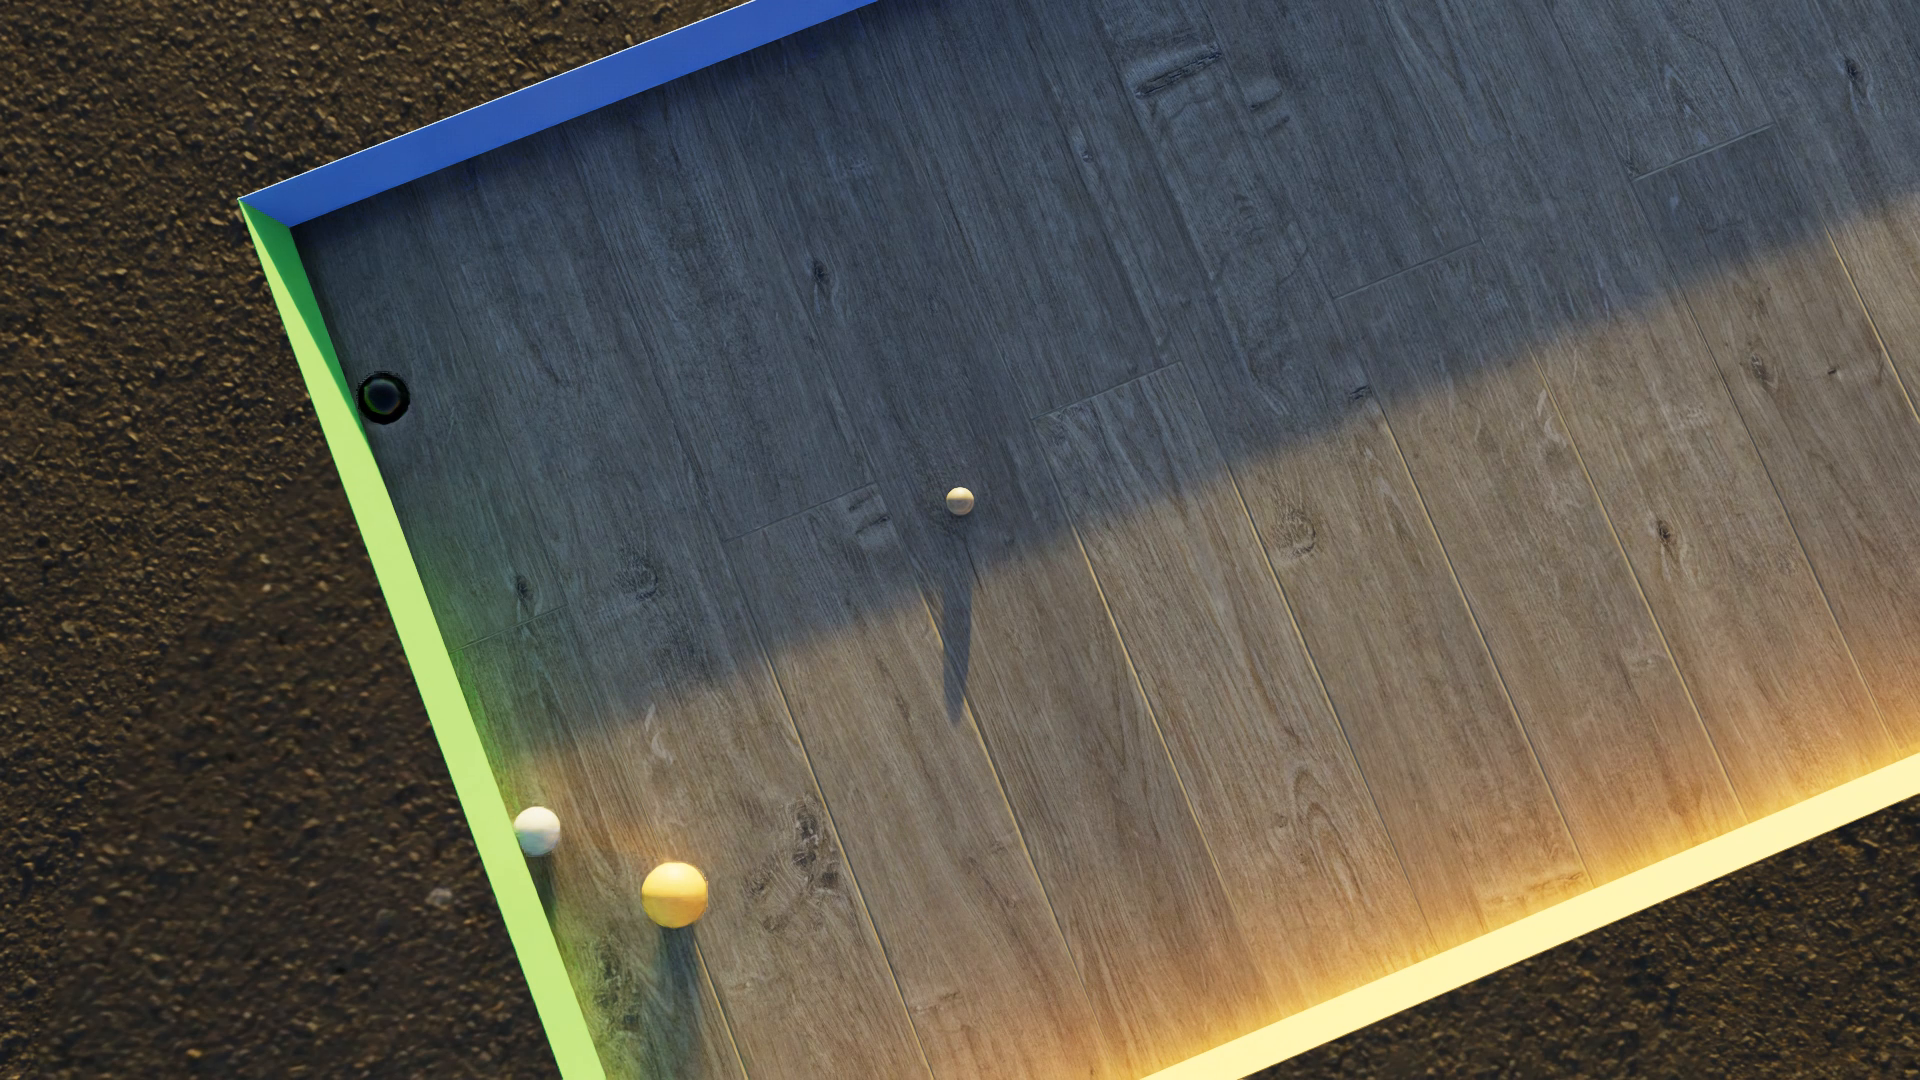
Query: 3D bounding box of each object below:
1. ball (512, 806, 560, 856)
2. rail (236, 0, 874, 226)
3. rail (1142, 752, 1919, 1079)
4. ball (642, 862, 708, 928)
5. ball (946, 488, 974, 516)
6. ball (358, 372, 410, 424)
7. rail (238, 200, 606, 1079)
[{"bbox_3d":[-0.617,0.424,3.207,0.070,0.070,0.070,0,81,0],"label":"ball"},{"bbox_3d":[0.429,-1.076,3.411,3.225,0.123,0.045,-22,82,-3],"label":"rail"},{"bbox_3d":[1.064,0.466,3.172,3.225,0.123,0.045,-22,82,-3],"label":"rail"},{"bbox_3d":[-0.413,0.513,3.180,0.095,0.095,0.095,0,81,0],"label":"ball"},{"bbox_3d":[0.000,-0.058,3.295,0.042,0.042,0.042,0,81,0],"label":"ball"},{"bbox_3d":[-0.865,-0.212,3.302,0.077,0.077,0.077,0,81,0],"label":"ball"},{"bbox_3d":[-0.725,0.287,3.200,0.045,0.123,1.732,-22,82,-3],"label":"rail"}]
